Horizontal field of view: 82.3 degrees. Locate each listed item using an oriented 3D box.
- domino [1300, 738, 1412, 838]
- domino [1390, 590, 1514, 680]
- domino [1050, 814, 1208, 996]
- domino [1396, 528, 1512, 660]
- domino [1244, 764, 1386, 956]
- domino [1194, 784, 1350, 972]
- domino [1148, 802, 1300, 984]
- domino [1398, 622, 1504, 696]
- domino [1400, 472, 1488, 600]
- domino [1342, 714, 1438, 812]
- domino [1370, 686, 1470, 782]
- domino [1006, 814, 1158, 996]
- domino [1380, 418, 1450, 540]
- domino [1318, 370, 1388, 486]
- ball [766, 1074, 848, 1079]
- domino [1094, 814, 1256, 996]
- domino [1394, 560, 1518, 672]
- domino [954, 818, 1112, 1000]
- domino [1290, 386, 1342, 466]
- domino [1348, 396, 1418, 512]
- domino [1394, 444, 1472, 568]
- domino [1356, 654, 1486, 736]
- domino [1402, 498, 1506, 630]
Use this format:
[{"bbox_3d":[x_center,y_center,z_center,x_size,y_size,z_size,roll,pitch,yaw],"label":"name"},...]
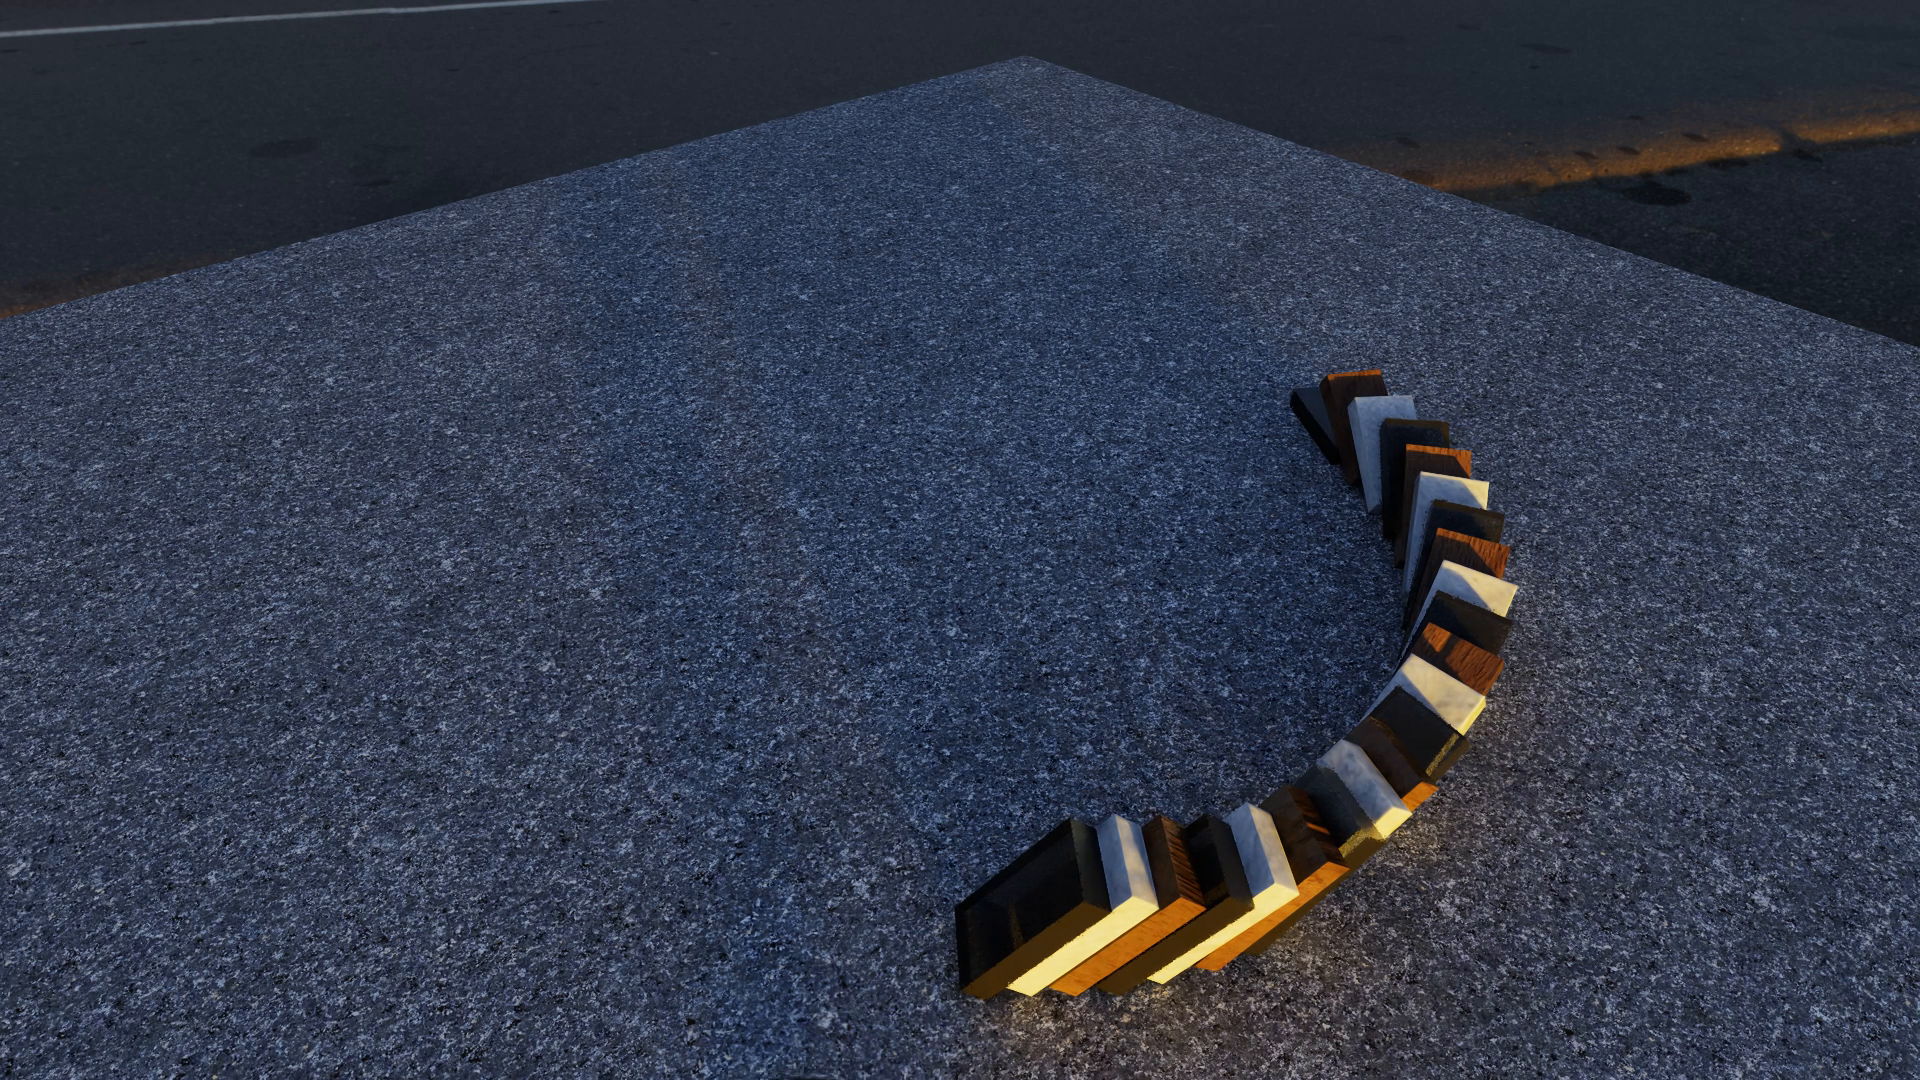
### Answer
[{"bbox_3d":[0.101,0.083,0.313,0.009,0.050,0.025,23,26,-35],"label":"domino"},{"bbox_3d":[0.161,0.045,0.369,0.025,0.010,0.050,26,79,29],"label":"domino"},{"bbox_3d":[0.042,0.098,0.295,0.010,0.050,0.025,29,31,-25],"label":"domino"},{"bbox_3d":[0.177,0.023,0.395,0.025,0.009,0.050,18,75,20],"label":"domino"},{"bbox_3d":[0.091,0.089,0.306,0.009,0.050,0.025,22,26,-35],"label":"domino"},{"bbox_3d":[0.080,0.093,0.301,0.009,0.050,0.025,24,29,-32],"label":"domino"},{"bbox_3d":[0.066,0.096,0.298,0.009,0.050,0.025,29,31,-26],"label":"domino"},{"bbox_3d":[0.151,0.055,0.357,0.025,0.010,0.050,32,82,33],"label":"domino"},{"bbox_3d":[0.187,0.000,0.424,0.025,0.009,0.050,11,72,13],"label":"domino"},{"bbox_3d":[0.111,0.078,0.320,0.010,0.050,0.025,23,26,-36],"label":"domino"},{"bbox_3d":[0.127,0.072,0.335,0.050,0.010,0.025,-46,51,0],"label":"domino"},{"bbox_3d":[0.030,0.098,0.295,0.009,0.050,0.025,29,31,-25],"label":"domino"},{"bbox_3d":[0.188,-0.025,0.454,0.025,0.010,0.050,4,71,4],"label":"domino"},{"bbox_3d":[0.178,-0.050,0.485,0.025,0.010,0.050,-7,70,-7],"label":"domino"},{"bbox_3d":[-0.031,0.146,0.209,0.080,0.080,0.080,0,39,0],"label":"ball"},{"bbox_3d":[0.054,0.098,0.295,0.010,0.050,0.025,29,31,-25],"label":"domino"},{"bbox_3d":[0.171,0.034,0.381,0.025,0.009,0.050,23,77,25],"label":"domino"},{"bbox_3d":[0.018,0.099,0.294,0.009,0.050,0.025,29,31,-25],"label":"domino"},{"bbox_3d":[0.175,-0.054,0.509,0.025,0.010,0.050,-5,40,-6],"label":"domino"},{"bbox_3d":[0.184,-0.037,0.470,0.025,0.010,0.050,-2,69,-3],"label":"domino"},{"bbox_3d":[0.189,-0.012,0.439,0.025,0.010,0.050,8,72,9],"label":"domino"},{"bbox_3d":[0.139,0.063,0.346,0.025,0.010,0.050,36,84,36],"label":"domino"},{"bbox_3d":[0.183,0.012,0.409,0.025,0.009,0.050,15,74,17],"label":"domino"}]
